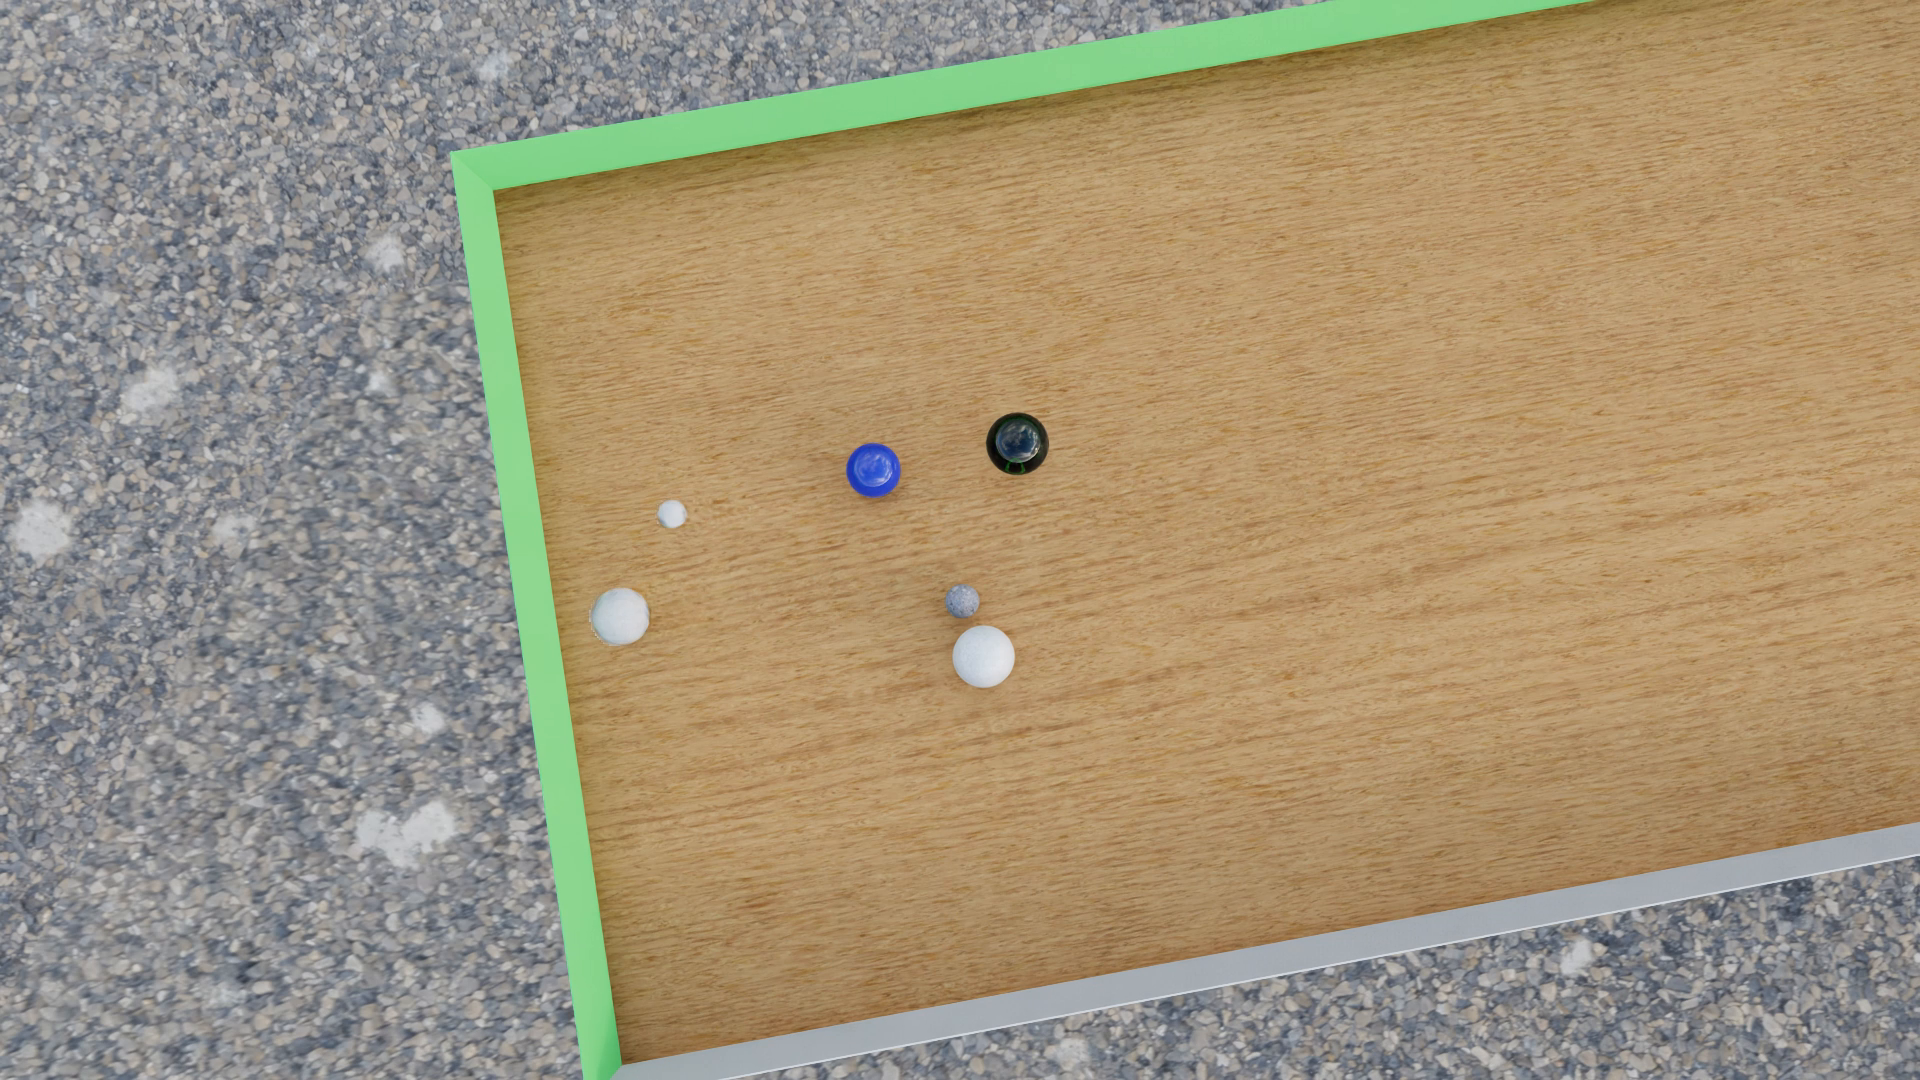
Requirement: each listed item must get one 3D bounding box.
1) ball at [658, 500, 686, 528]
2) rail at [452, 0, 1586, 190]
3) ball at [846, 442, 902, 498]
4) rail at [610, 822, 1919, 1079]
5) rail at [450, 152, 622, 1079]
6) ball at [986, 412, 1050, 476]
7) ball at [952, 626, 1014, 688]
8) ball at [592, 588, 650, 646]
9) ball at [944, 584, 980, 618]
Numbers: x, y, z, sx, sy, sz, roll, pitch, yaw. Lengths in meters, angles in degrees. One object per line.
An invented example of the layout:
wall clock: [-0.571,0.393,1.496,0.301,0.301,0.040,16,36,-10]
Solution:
ball: [-0.435,-0.039,3.326,0.044,0.044,0.044,0,78,0]
rail: [0.521,-0.786,3.440,2.625,0.125,0.045,-10,78,-2]
ball: [-0.131,-0.105,3.319,0.084,0.084,0.084,0,78,0]
rail: [0.770,0.543,3.161,2.625,0.125,0.045,-10,78,-2]
rail: [-0.622,0.106,3.253,0.045,0.125,1.427,-10,78,-2]
ball: [0.087,-0.145,3.321,0.096,0.096,0.096,0,78,0]
ball: [0.035,0.173,3.256,0.093,0.093,0.093,0,78,0]
ball: [-0.504,0.114,3.272,0.086,0.086,0.086,0,78,0]
ball: [0.003,0.092,3.294,0.052,0.052,0.052,0,78,0]
